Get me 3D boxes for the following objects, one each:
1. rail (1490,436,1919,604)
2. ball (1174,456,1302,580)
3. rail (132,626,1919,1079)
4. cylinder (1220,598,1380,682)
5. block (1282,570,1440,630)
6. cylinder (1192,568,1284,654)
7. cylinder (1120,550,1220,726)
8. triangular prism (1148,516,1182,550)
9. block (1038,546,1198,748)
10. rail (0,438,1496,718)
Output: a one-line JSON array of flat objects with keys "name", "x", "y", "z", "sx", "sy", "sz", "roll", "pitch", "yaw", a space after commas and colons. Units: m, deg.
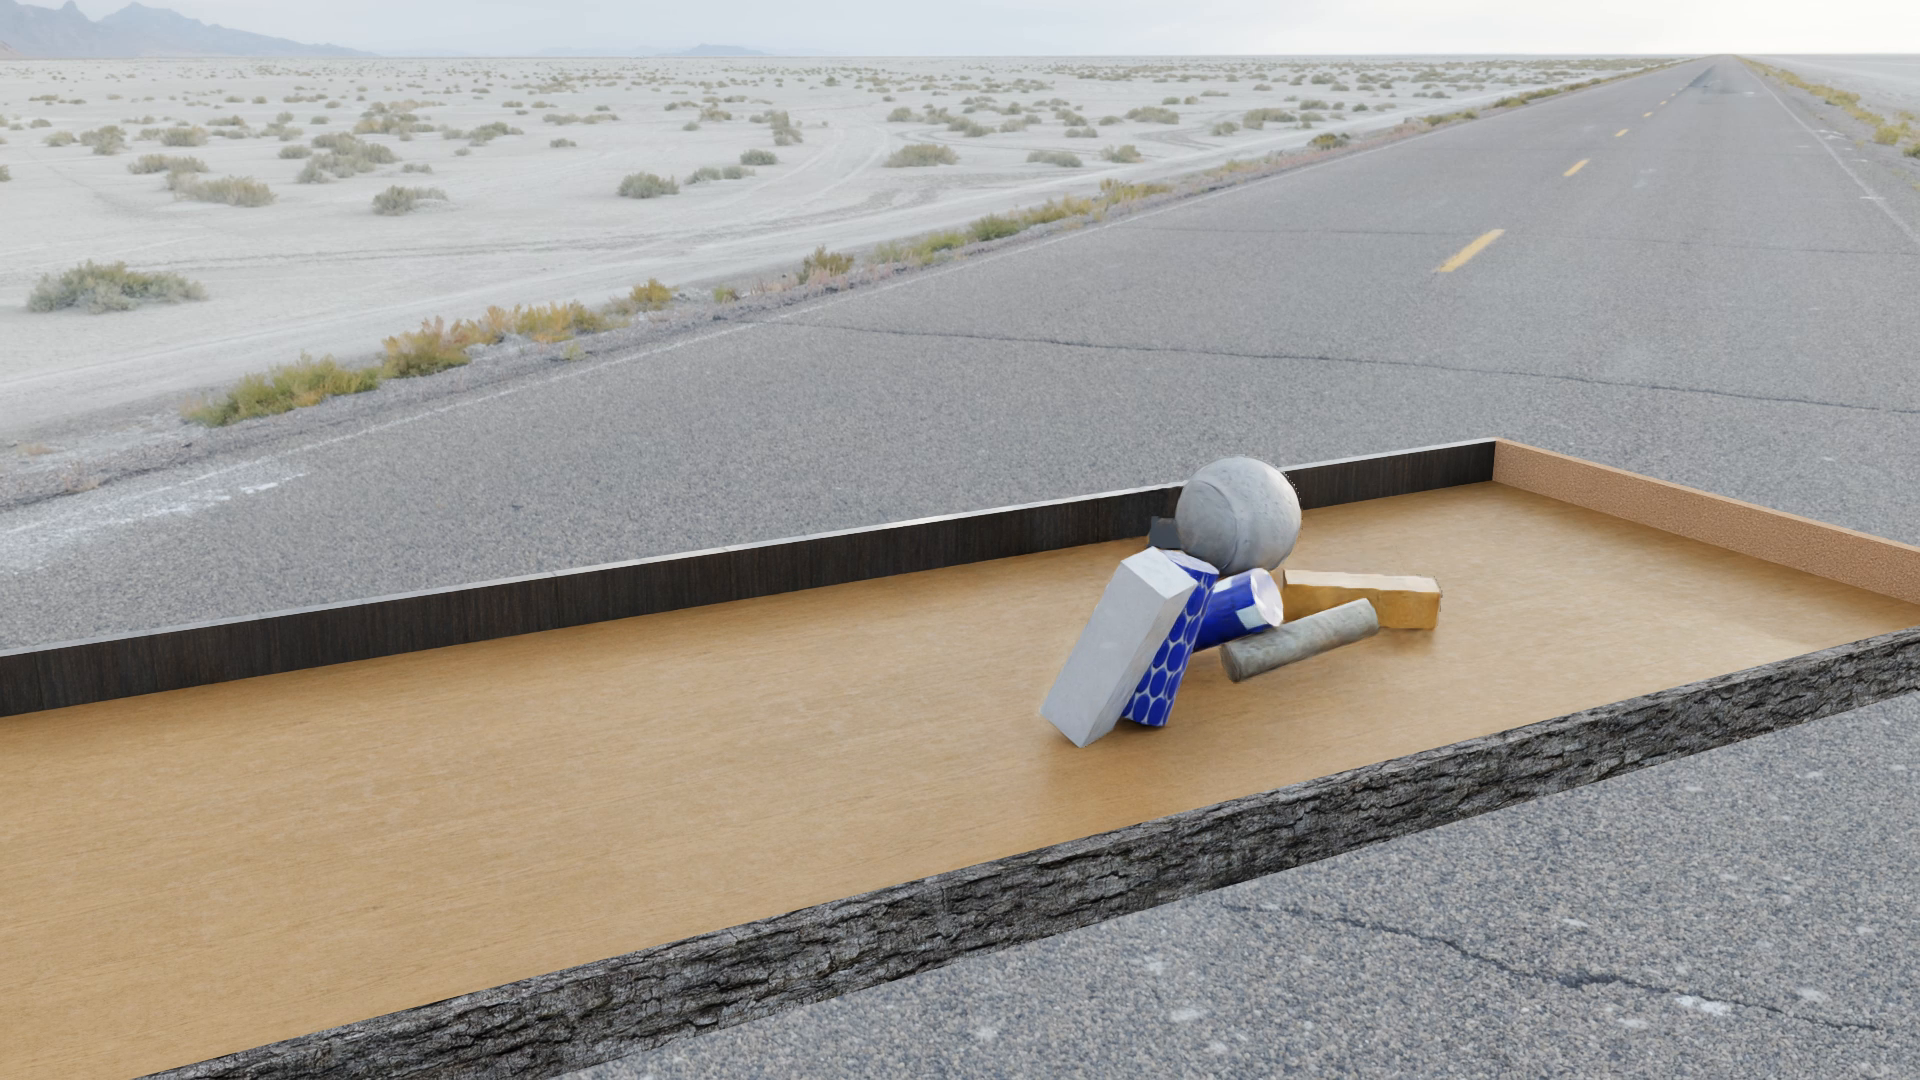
[{"name": "rail", "x": 2.466, "y": -0.048, "z": 5.253, "sx": 0.050, "sy": 0.150, "sz": 2.100, "roll": -9, "pitch": 18, "yaw": -27}, {"name": "ball", "x": 0.826, "y": -0.062, "z": 4.910, "sx": 0.370, "sy": 0.370, "sz": 0.370, "roll": 0, "pitch": 16, "yaw": 0}, {"name": "rail", "x": -2.336, "y": 1.006, "z": 1.665, "sx": 12.000, "sy": 0.150, "sz": 0.050, "roll": -9, "pitch": 18, "yaw": -27}, {"name": "cylinder", "x": 0.857, "y": 0.253, "z": 4.164, "sx": 0.393, "sy": 0.100, "sz": 0.100, "roll": -17, "pitch": 20, "yaw": -11}, {"name": "block", "x": 1.104, "y": 0.164, "z": 4.564, "sx": 0.410, "sy": 0.110, "sz": 0.110, "roll": 3, "pitch": 20, "yaw": 4}, {"name": "cylinder", "x": 0.649, "y": 0.191, "z": 4.208, "sx": 0.310, "sy": 0.154, "sz": 0.154, "roll": -23, "pitch": 2, "yaw": 34}, {"name": "cylinder", "x": 0.474, "y": 0.229, "z": 3.848, "sx": 0.145, "sy": 0.384, "sz": 0.145, "roll": 17, "pitch": 12, "yaw": -4}, {"name": "triangular prism", "x": 0.771, "y": -0.020, "z": 5.256, "sx": 0.326, "sy": 0.088, "sz": 0.102, "roll": 5, "pitch": 18, "yaw": 18}, {"name": "block", "x": 0.350, "y": 0.243, "z": 3.693, "sx": 0.132, "sy": 0.459, "sz": 0.132, "roll": 41, "pitch": 36, "yaw": 22}, {"name": "rail", "x": -3.305, "y": 0.497, "z": 3.399, "sx": 12.000, "sy": 0.150, "sz": 0.050, "roll": -9, "pitch": 18, "yaw": -27}]
